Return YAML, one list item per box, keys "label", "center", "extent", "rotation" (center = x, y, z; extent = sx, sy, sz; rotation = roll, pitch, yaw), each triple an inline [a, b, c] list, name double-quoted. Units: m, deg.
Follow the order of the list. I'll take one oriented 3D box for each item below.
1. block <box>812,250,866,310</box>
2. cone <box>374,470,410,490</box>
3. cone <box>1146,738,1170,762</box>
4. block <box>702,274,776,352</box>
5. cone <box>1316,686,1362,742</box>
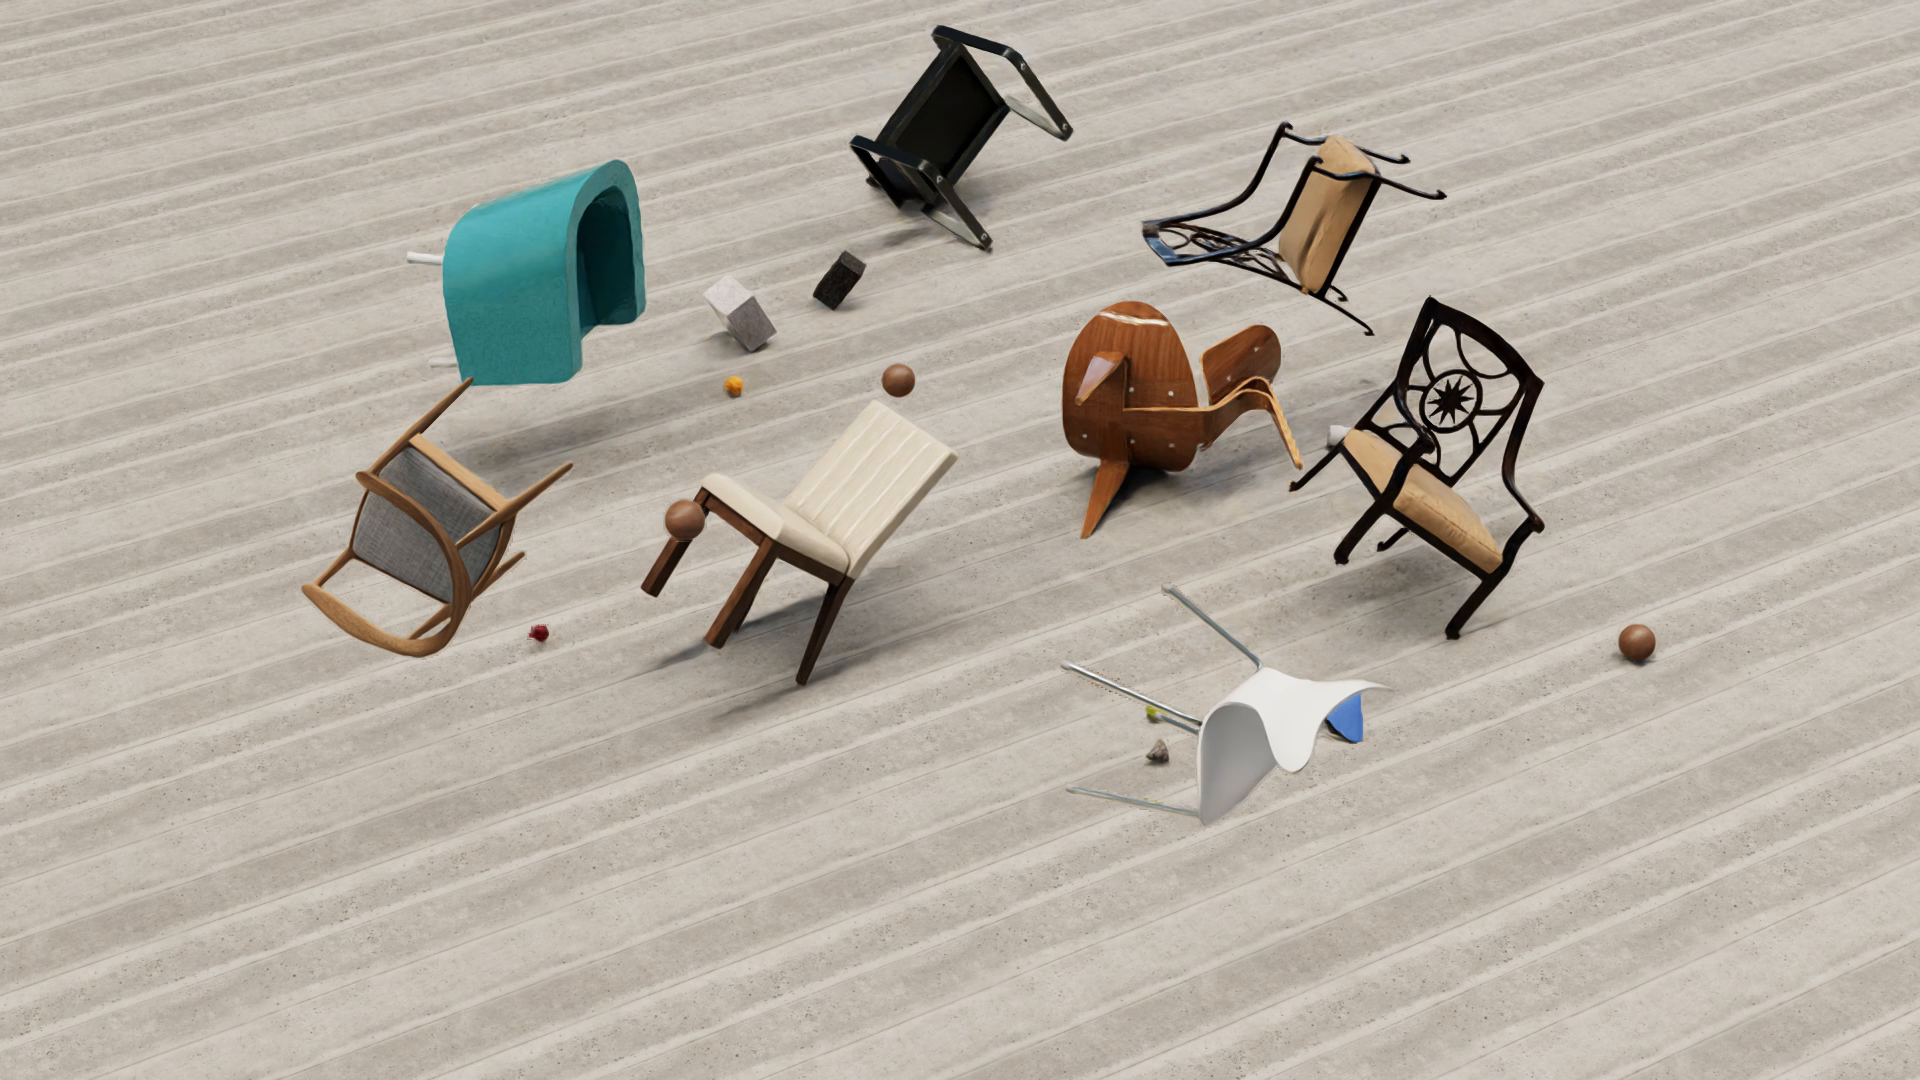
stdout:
- label: "block"
  center: [-0.509, -1.097, 12.385]
  extent: [0.113, 0.218, 0.100]
  rotation: [34, 36, -11]
- label: "cone"
  center: [-2.061, -0.232, 10.720]
  extent: [0.140, 0.075, 0.082]
  rotation: [-12, -9, 33]
- label: "cone"
  center: [0.648, 0.714, 9.791]
  extent: [0.071, 0.097, 0.079]
  rotation: [-22, 81, -14]
- label: "block"
  center: [-0.911, -0.937, 12.123]
  extent: [0.141, 0.223, 0.226]
  rotation: [-39, 42, -8]
- label: "cone"
  center: [1.316, 0.548, 9.894]
  extent: [0.119, 0.145, 0.237]
  rotation: [-21, 67, -40]
